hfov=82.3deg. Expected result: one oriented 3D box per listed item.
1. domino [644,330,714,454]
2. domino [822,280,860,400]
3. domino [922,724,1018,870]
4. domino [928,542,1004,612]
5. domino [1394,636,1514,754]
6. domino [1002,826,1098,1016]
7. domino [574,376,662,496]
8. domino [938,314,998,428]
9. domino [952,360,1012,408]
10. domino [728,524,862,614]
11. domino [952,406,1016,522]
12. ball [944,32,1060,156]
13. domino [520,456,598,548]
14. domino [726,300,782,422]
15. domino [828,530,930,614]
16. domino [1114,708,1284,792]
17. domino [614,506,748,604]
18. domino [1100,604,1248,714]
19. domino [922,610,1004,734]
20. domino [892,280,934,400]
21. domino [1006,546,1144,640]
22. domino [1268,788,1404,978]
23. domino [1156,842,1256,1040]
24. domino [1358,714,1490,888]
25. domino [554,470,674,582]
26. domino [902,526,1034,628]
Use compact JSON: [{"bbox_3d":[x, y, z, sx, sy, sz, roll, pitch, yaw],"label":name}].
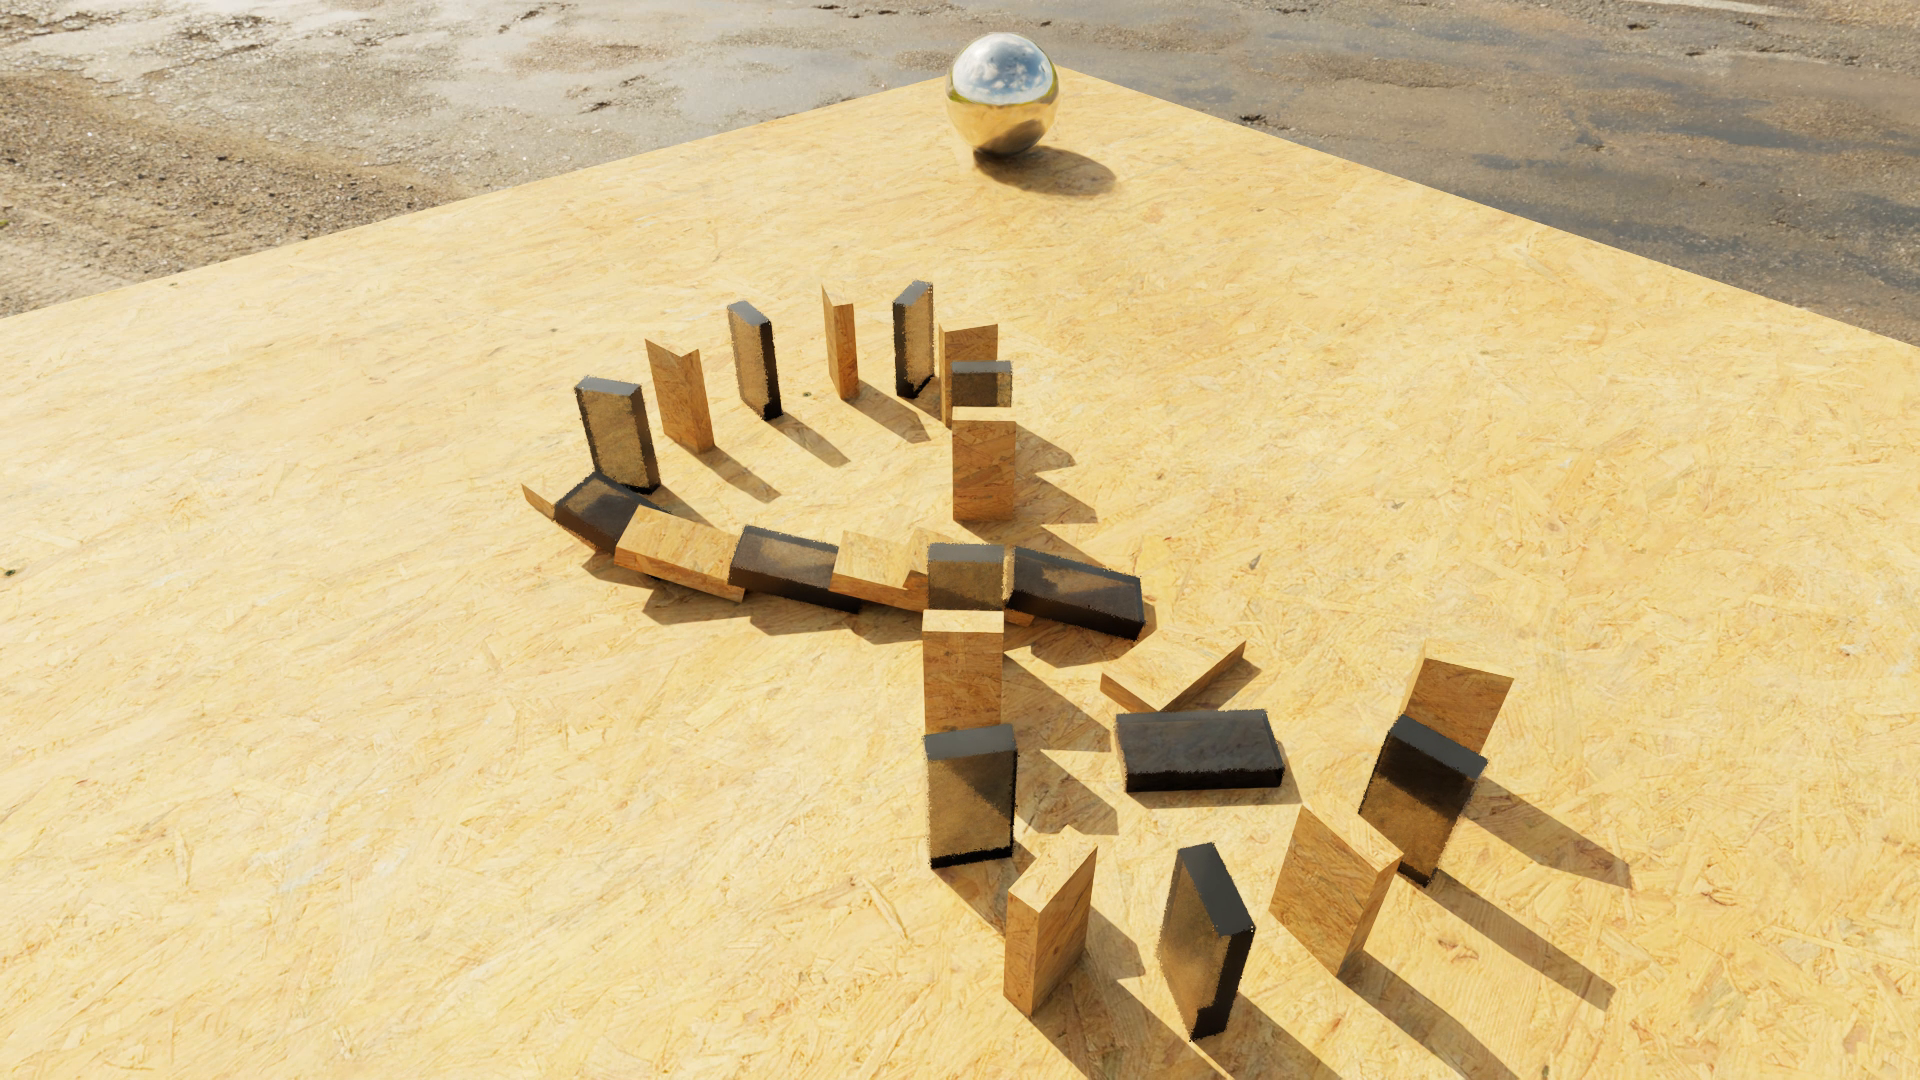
[{"bbox_3d":[-0.125,-0.066,0.492,0.025,0.050,0.009,28,47,30],"label":"domino"},{"bbox_3d":[-0.057,-0.096,0.529,0.010,0.050,0.025,-12,41,-14],"label":"domino"},{"bbox_3d":[0.003,0.075,0.320,0.025,0.050,0.009,-6,40,-8],"label":"domino"},{"bbox_3d":[0.002,0.024,0.383,0.025,0.050,0.010,2,39,2],"label":"domino"},{"bbox_3d":[0.153,0.054,0.345,0.025,0.050,0.010,13,41,15],"label":"domino"},{"bbox_3d":[0.023,0.101,0.289,0.009,0.050,0.025,28,47,30],"label":"domino"},{"bbox_3d":[-0.144,-0.044,0.465,0.025,0.050,0.009,10,40,12],"label":"domino"},{"bbox_3d":[0.004,-0.077,0.506,0.025,0.050,0.009,-11,41,-13],"label":"domino"},{"bbox_3d":[0.009,-0.053,0.476,0.025,0.050,0.009,-2,39,-2],"label":"domino"},{"bbox_3d":[-0.061,0.011,0.421,0.050,0.010,0.025,13,39,-5],"label":"domino"},{"bbox_3d":[0.010,-0.030,0.449,0.025,0.050,0.010,1,39,1],"label":"domino"},{"bbox_3d":[0.029,-0.309,0.766,0.080,0.080,0.080,0,39,0],"label":"ball"},{"bbox_3d":[-0.159,-0.016,0.463,0.050,0.010,0.025,29,47,30],"label":"domino"},{"bbox_3d":[-0.096,-0.083,0.513,0.009,0.050,0.025,-25,45,-27],"label":"domino"},{"bbox_3d":[-0.023,0.013,0.418,0.050,0.010,0.025,14,39,-6],"label":"domino"},{"bbox_3d":[0.077,0.069,0.360,0.050,0.010,0.025,-2,39,-2],"label":"domino"},{"bbox_3d":[-0.104,0.005,0.425,0.050,0.010,0.025,18,41,-6],"label":"domino"},{"bbox_3d":[0.076,0.044,0.390,0.050,0.010,0.025,-31,48,-32],"label":"domino"},{"bbox_3d":[0.001,0.044,0.357,0.025,0.050,0.009,1,39,1],"label":"domino"},{"bbox_3d":[-0.022,-0.096,0.529,0.009,0.050,0.025,15,42,17],"label":"domino"},{"bbox_3d":[0.043,0.020,0.409,0.050,0.009,0.025,14,39,-7],"label":"domino"},{"bbox_3d":[0.100,0.093,0.298,0.009,0.050,0.025,-23,45,-26],"label":"domino"},{"bbox_3d":[0.063,0.104,0.284,0.010,0.050,0.025,-9,40,-11],"label":"domino"},{"bbox_3d":[0.132,0.076,0.319,0.025,0.050,0.009,30,48,31],"label":"domino"},{"bbox_3d":[-0.133,-0.006,0.439,0.050,0.010,0.025,29,45,7],"label":"domino"},{"bbox_3d":[0.005,0.014,0.413,0.050,0.009,0.025,19,39,-11],"label":"domino"}]
